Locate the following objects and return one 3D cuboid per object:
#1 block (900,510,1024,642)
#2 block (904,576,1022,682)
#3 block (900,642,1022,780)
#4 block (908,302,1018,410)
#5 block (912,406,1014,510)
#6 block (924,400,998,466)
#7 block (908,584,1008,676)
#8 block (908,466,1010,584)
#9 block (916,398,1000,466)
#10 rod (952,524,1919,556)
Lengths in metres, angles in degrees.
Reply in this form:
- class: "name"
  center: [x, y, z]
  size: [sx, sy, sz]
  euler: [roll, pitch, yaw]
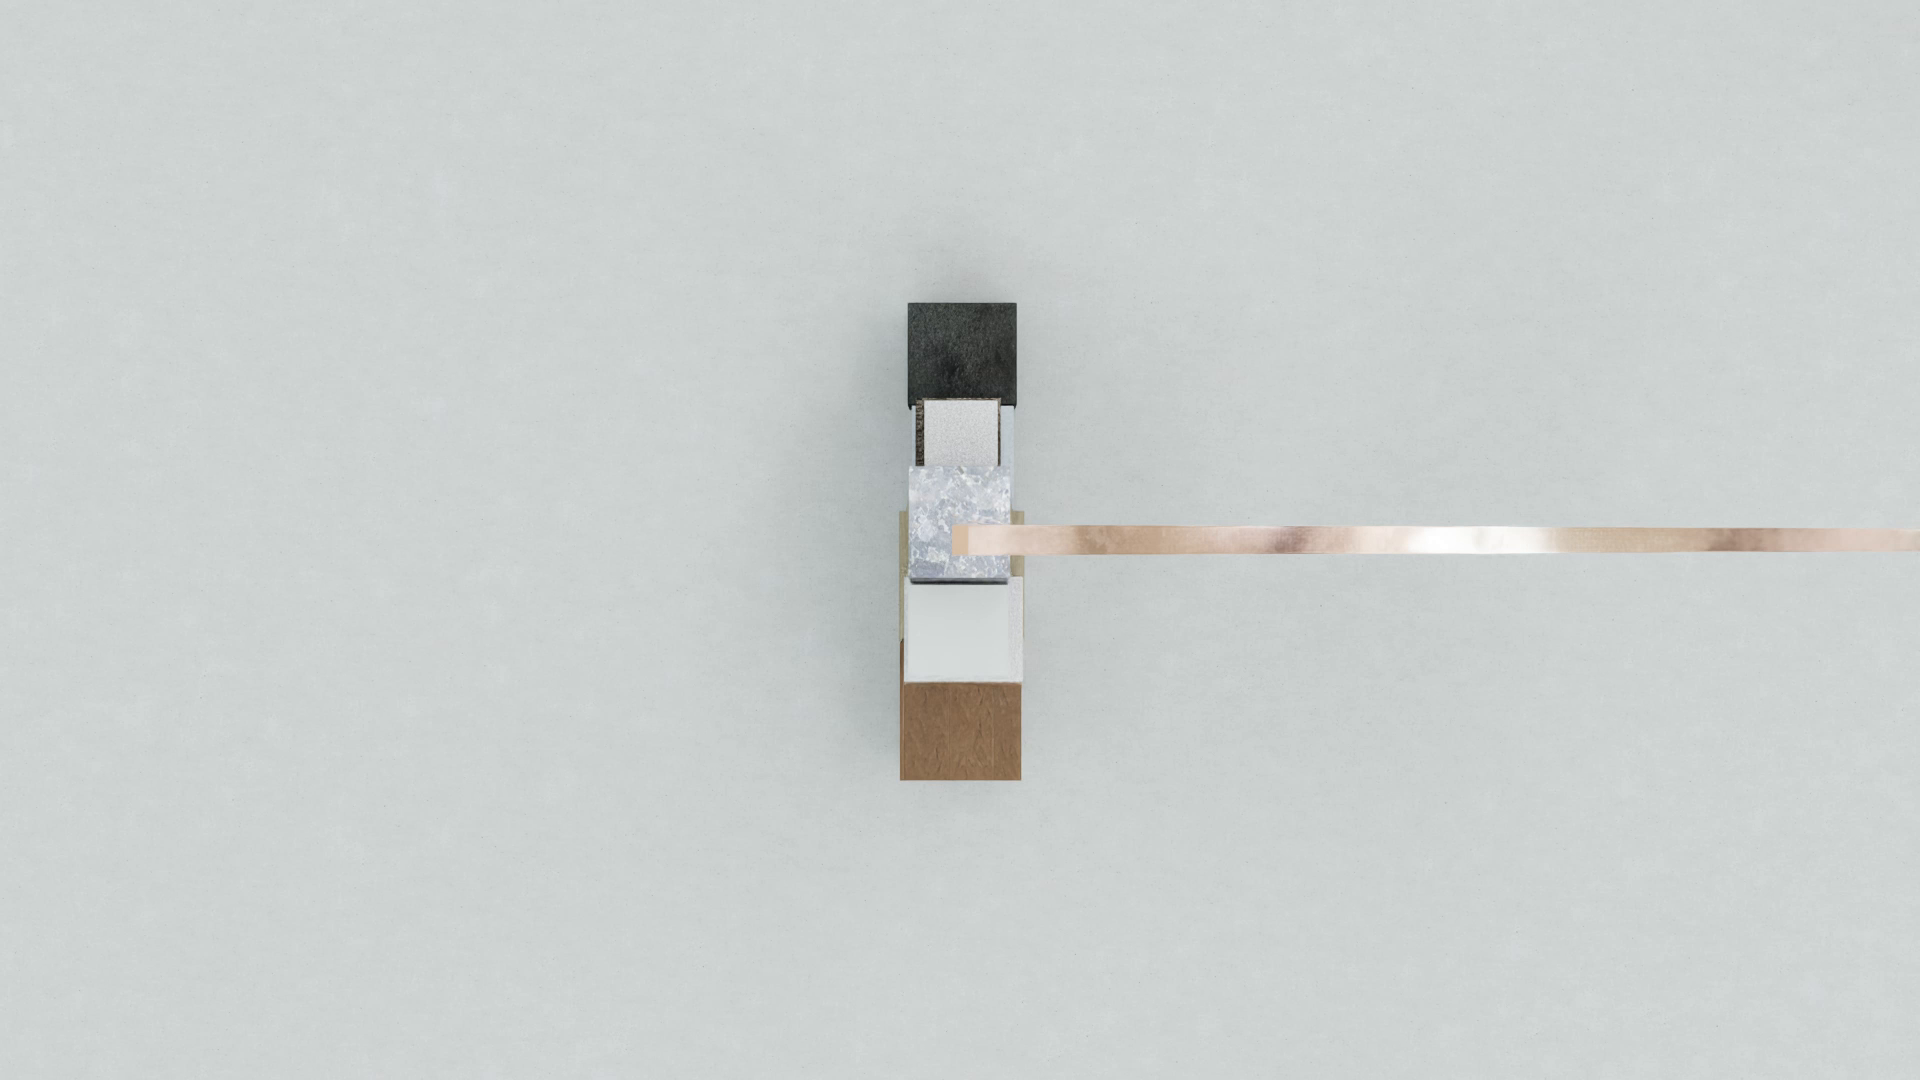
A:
- class: "block"
  center: [0.010, 0.202, 12.641]
  size: [0.700, 0.718, 0.729]
  euler: [0, 90, 0]
- class: "block"
  center: [0.018, 0.480, 11.927]
  size: [0.626, 0.643, 0.555]
  euler: [0, 88, 0]
- class: "block"
  center: [0.003, 0.958, 12.623]
  size: [0.678, 0.754, 0.764]
  euler: [0, 90, 0]
- class: "block"
  center: [0.013, -1.053, 12.705]
  size: [0.618, 0.590, 0.574]
  euler: [0, 90, 0]
- class: "block"
  center: [0.016, -0.464, 12.689]
  size: [0.574, 0.622, 0.583]
  euler: [0, 90, 0]
- class: "block"
  center: [0.006, -0.529, 11.659]
  size: [0.379, 0.433, 0.390]
  euler: [0, 90, 0]
- class: "block"
  center: [-0.009, 0.464, 11.395]
  size: [0.509, 0.421, 0.463]
  euler: [0, 88, 0]
- class: "block"
  center: [-0.002, -0.065, 11.316]
  size: [0.506, 0.634, 0.560]
  euler: [0, 85, 0]
- class: "block"
  center: [-0.010, -0.497, 12.128]
  size: [0.461, 0.501, 0.539]
  euler: [0, 90, 0]
- class: "rod"
  center: [2.234, 0.000, 7.112]
  size: [5.200, 0.080, 0.080]
  euler: [0, 90, -31]
